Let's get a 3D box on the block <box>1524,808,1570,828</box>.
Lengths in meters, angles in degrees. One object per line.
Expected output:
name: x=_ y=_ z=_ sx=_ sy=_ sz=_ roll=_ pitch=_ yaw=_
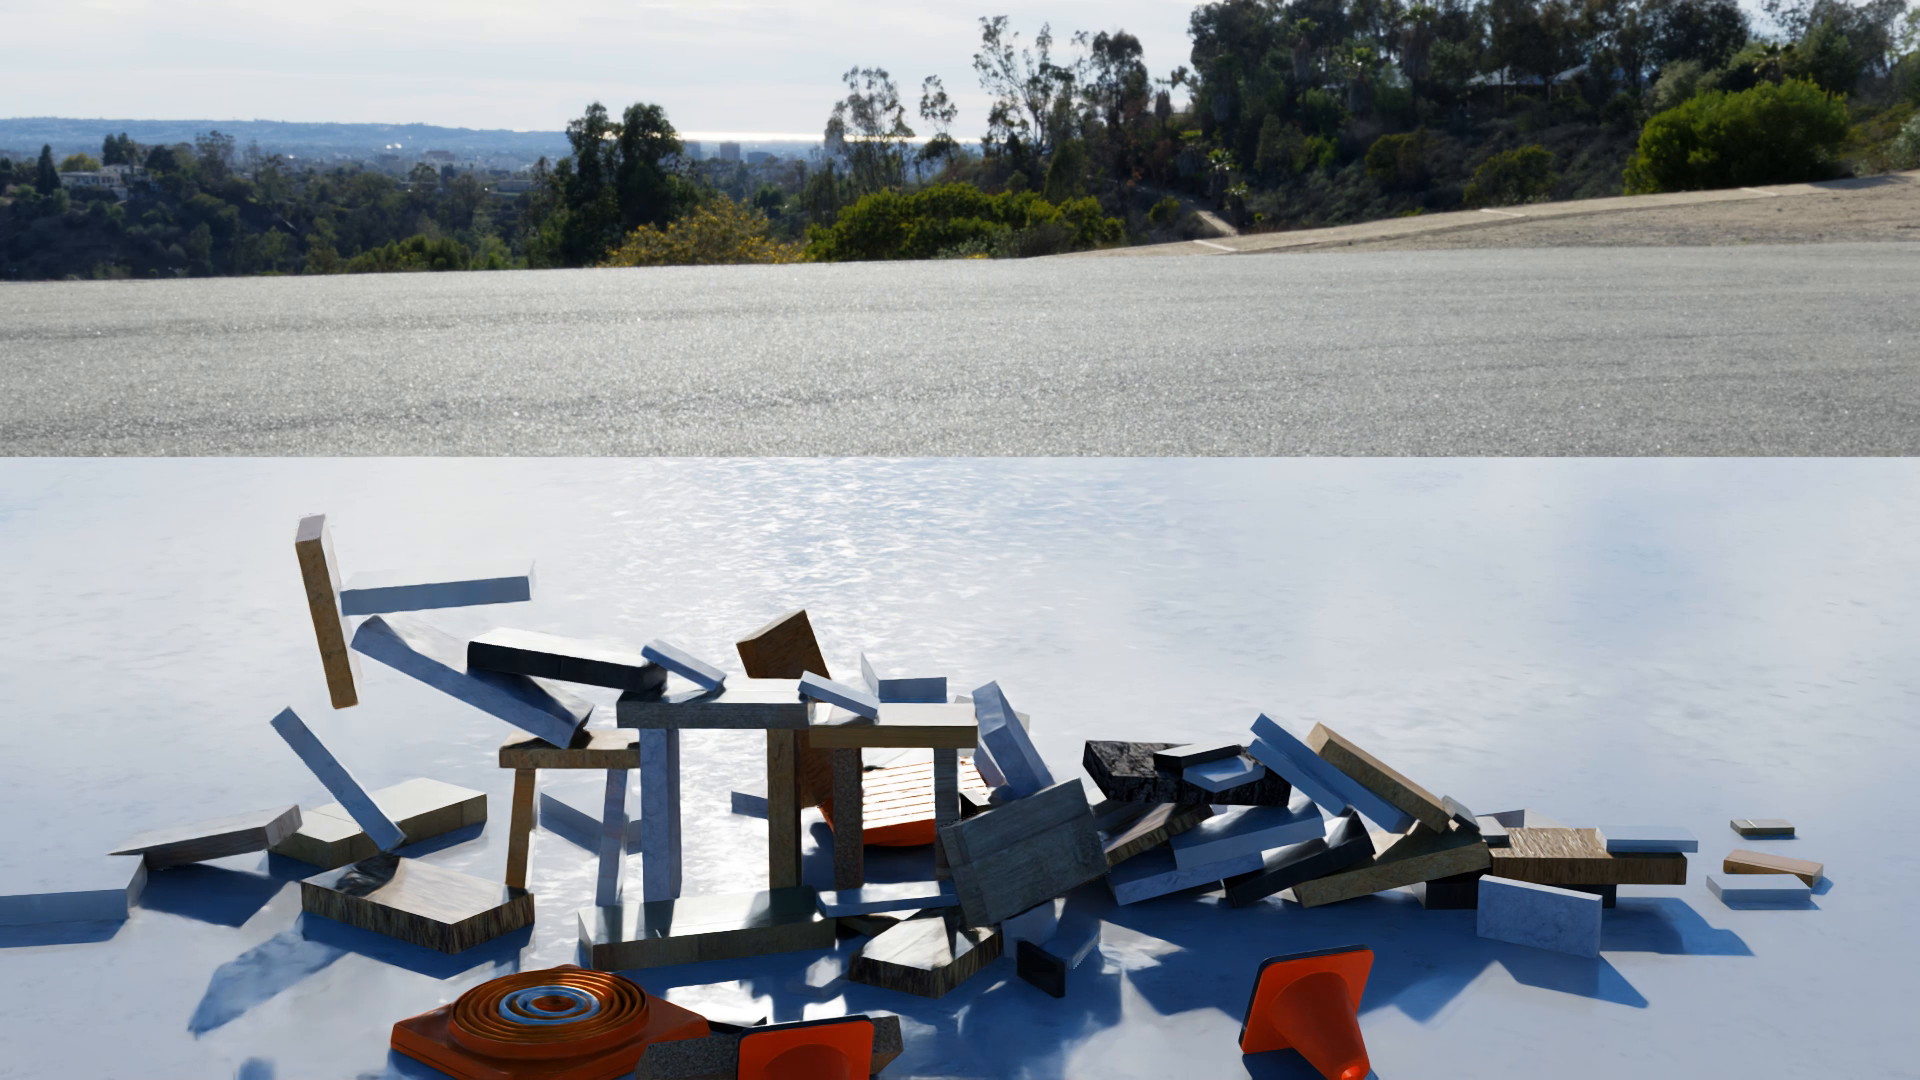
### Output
block: x=1.037 y=0.525 z=3.946 sx=0.094 sy=0.027 sz=0.187 roll=-4 pitch=11 yaw=-23

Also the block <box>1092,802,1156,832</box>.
block: x=0.267 y=0.471 z=3.829 sx=0.247 sy=0.035 sz=0.123 roll=-22 pitch=9 yaw=6

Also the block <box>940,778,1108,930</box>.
block: x=0.105 y=0.488 z=3.451 sx=0.045 sy=0.158 sz=0.315 roll=-20 pitch=-4 yaw=39

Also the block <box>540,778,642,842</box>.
block: x=-0.653 y=0.500 z=4.052 sx=0.132 sy=0.037 sz=0.265 roll=-8 pitch=13 yaw=-37

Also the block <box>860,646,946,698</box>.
block: x=-0.133 y=0.304 z=5.087 sx=0.156 sy=0.044 sz=0.311 roll=-2 pitch=11 yaw=-10

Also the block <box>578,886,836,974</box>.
block: x=-0.398 y=0.608 z=3.447 sx=0.377 sy=0.046 sz=0.162 roll=-3 pitch=11 yaw=-17

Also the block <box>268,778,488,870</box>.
block: x=-1.049 y=0.508 z=3.972 sx=0.176 sy=0.050 sz=0.353 roll=8 pitch=13 yaw=36

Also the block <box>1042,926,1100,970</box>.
block: x=0.166 y=0.630 z=3.398 sx=0.060 sy=0.017 sz=0.121 roll=4 pitch=12 yaw=23

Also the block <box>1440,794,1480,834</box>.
block: x=0.835 y=0.458 z=3.669 sx=0.049 sy=0.014 sz=0.099 roll=33 pitch=11 yaw=-4

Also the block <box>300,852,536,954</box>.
block: x=-0.879 y=0.585 z=3.560 sx=0.353 sy=0.050 sz=0.176 roll=7 pitch=13 yaw=34

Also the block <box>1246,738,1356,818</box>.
block: x=0.570 y=0.397 z=3.664 sx=0.186 sy=0.026 sz=0.093 roll=36 pitch=8 yaw=22

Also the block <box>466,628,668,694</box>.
block: x=-0.643 y=0.197 z=3.626 sx=0.297 sy=0.042 sz=0.148 roll=8 pitch=7 yaw=7

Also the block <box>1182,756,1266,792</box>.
block: x=0.436 y=0.384 z=3.625 sx=0.068 sy=0.019 sz=0.135 roll=21 pitch=20 yaw=40

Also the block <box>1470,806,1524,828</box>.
block: x=0.888 y=0.517 z=3.803 sx=0.187 sy=0.094 sz=0.027 roll=-4 pitch=11 yaw=-21

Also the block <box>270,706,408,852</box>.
block: x=-1.053 y=0.408 z=3.731 sx=0.041 sy=0.286 sz=0.143 roll=-41 pitch=0 yaw=-14

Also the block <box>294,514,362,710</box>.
block: x=-1.024 y=0.115 z=3.572 sx=0.041 sy=0.286 sz=0.143 roll=-11 pitch=18 yaw=-10

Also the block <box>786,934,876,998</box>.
block: x=-0.177 y=0.643 z=3.335 sx=0.060 sy=0.017 sz=0.226 roll=6 pitch=12 yaw=28

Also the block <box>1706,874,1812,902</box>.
block: x=1.331 y=0.580 z=3.667 sx=0.148 sy=0.021 sz=0.074 roll=0 pitch=11 yaw=-1

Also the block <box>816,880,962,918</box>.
block: x=-0.075 y=0.567 z=3.498 sx=0.300 sy=0.019 sz=0.068 roll=-3 pitch=11 yaw=-17

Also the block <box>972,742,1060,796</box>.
block: x=0.112 y=0.437 z=4.042 sx=0.132 sy=0.037 sz=0.265 roll=17 pitch=6 yaw=-12

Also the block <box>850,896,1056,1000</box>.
block: x=-0.005 y=0.614 z=3.424 sx=0.150 sy=0.043 sz=0.396 roll=6 pitch=12 yaw=28

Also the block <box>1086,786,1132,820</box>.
block: x=0.302 y=0.425 z=3.816 sx=0.182 sy=0.026 sz=0.091 roll=-25 pitch=9 yaw=-11

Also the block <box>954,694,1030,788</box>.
block: x=0.054 y=0.402 z=4.345 sx=0.156 sy=0.044 sz=0.311 roll=16 pitch=18 yaw=-2

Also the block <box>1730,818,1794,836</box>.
block: x=1.458 y=0.522 z=3.997 sx=0.099 sy=0.014 sz=0.050 roll=0 pitch=11 yaw=-3

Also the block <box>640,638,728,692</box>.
block: x=-0.453 y=0.204 z=3.606 sx=0.134 sy=0.019 sz=0.067 roll=27 pitch=10 yaw=4

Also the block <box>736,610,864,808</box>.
block: x=-0.288 y=0.307 z=4.004 sx=0.046 sy=0.324 sz=0.162 roll=-14 pitch=10 yaw=34

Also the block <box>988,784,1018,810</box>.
block: x=0.099 y=0.500 z=3.615 sx=0.026 sy=0.182 sz=0.091 roll=-21 pitch=-22 yaw=-31

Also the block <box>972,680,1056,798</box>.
block: x=0.118 y=0.399 z=3.641 sx=0.045 sy=0.315 sz=0.158 roll=-27 pitch=23 yaw=6

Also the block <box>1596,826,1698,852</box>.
block: x=1.136 y=0.495 z=3.639 sx=0.148 sy=0.021 sz=0.074 roll=0 pitch=11 yaw=3

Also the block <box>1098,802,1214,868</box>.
block: x=0.299 y=0.491 z=3.696 sx=0.259 sy=0.026 sz=0.093 roll=-27 pitch=15 yaw=5

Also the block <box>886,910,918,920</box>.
block: x=-0.095 y=0.607 z=3.539 sx=0.053 sy=0.015 sz=0.106 roll=-9 pitch=14 yaw=-41

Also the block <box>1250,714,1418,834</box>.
block: x=0.629 y=0.393 z=3.698 sx=0.291 sy=0.035 sz=0.123 roll=37 pitch=8 yaw=24

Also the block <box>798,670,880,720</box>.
block: x=-0.198 y=0.254 z=3.596 sx=0.134 sy=0.019 sz=0.067 roll=21 pitch=10 yaw=-3

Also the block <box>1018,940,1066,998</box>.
block: x=0.120 y=0.637 z=3.268 sx=0.015 sy=0.053 sz=0.106 roll=-6 pitch=12 yaw=-31

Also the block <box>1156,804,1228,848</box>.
block: x=0.399 y=0.489 z=3.933 sx=0.150 sy=0.043 sz=0.301 roll=20 pitch=15 yaw=3
